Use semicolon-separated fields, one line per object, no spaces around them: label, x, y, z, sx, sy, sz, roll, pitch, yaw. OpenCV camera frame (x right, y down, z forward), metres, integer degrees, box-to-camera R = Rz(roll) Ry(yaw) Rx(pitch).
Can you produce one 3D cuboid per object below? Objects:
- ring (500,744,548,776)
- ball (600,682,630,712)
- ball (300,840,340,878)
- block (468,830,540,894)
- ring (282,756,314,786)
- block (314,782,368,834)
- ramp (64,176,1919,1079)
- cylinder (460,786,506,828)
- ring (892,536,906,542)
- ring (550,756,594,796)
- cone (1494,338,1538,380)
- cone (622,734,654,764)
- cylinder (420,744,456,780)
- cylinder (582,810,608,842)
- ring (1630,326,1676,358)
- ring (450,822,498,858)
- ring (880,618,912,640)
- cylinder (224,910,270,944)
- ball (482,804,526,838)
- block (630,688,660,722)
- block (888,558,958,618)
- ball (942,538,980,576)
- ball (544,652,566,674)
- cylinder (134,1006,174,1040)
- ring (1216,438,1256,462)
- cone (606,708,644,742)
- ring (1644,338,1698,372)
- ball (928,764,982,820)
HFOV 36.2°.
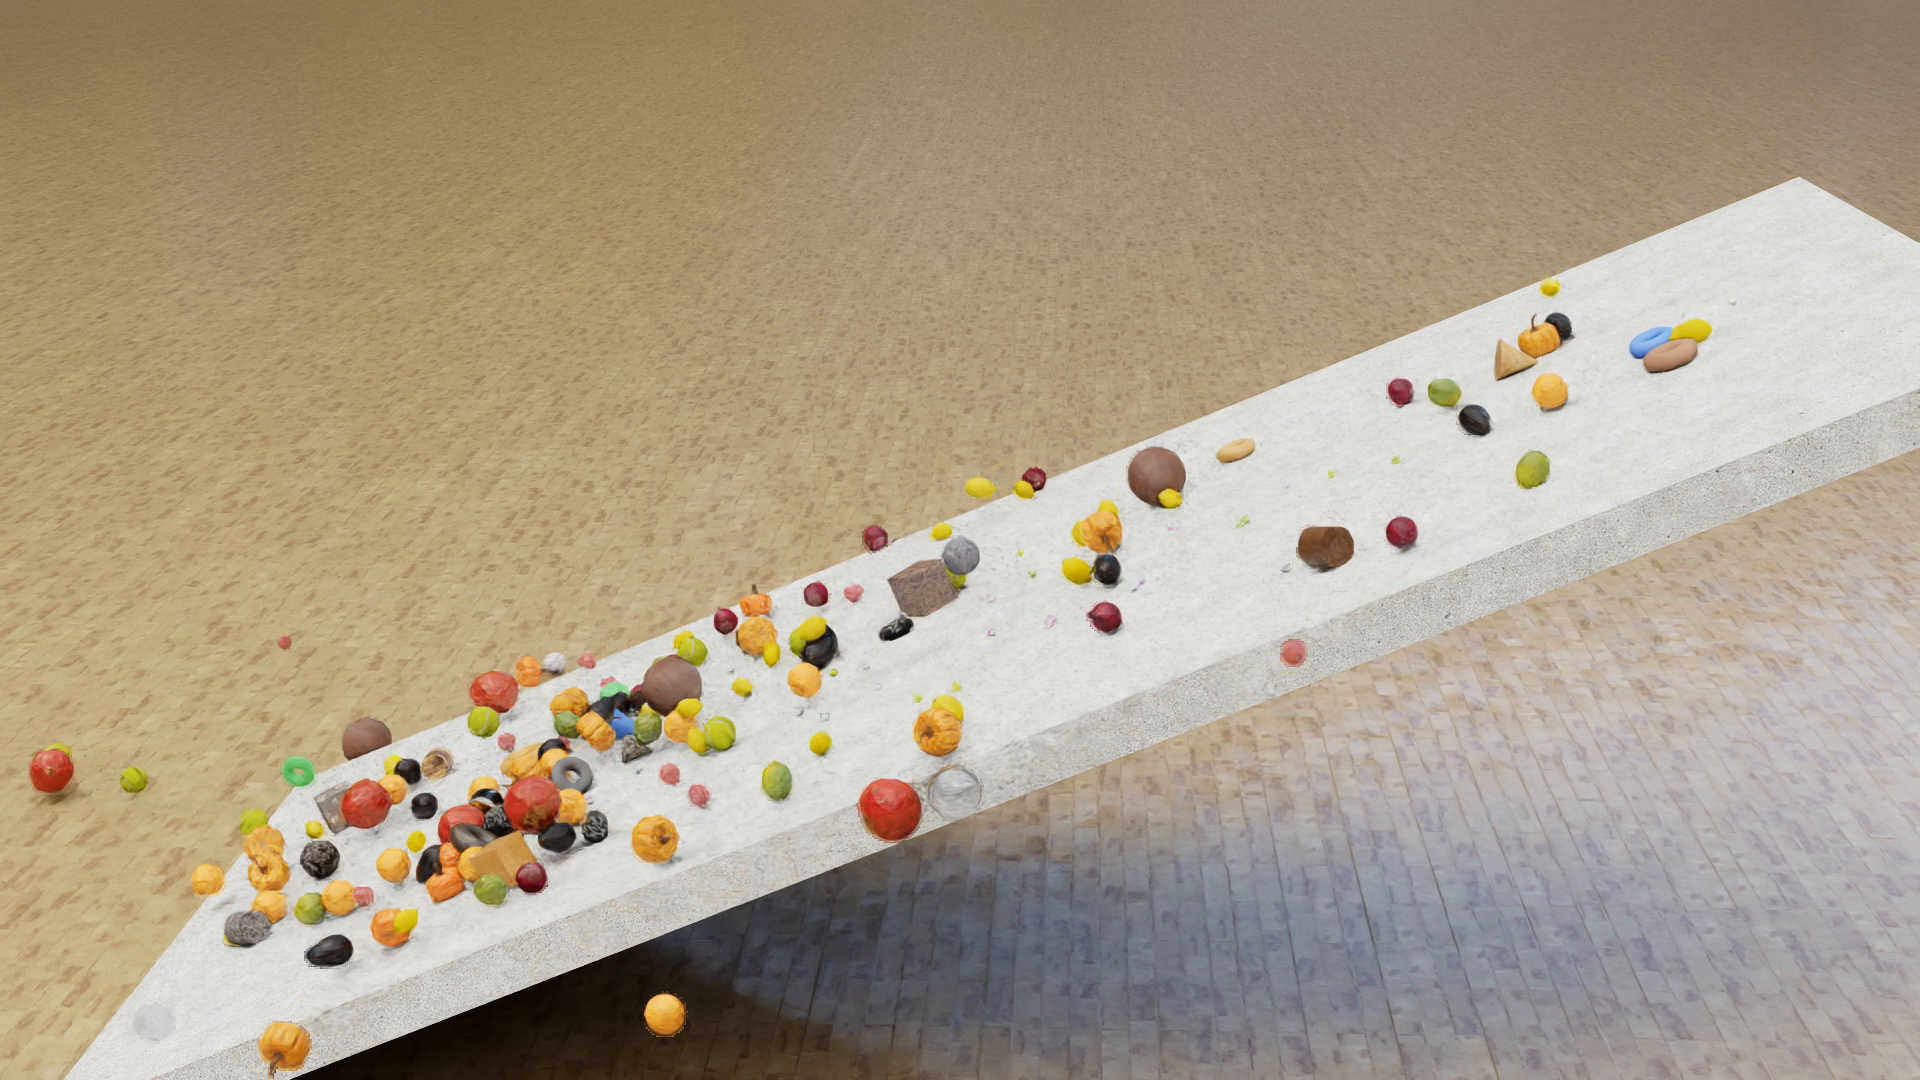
ring;-0.982;0.496;6.635;0.117;0.039;0.117;-22;14;6
ball;-0.796;0.362;6.782;0.070;0.070;0.070;0;14;0
ball;-1.403;0.699;6.449;0.084;0.084;0.084;0;14;0
block;-0.897;0.634;5.782;0.080;0.080;0.080;-23;11;36
ring;-1.639;0.574;7.287;0.083;0.083;0.028;3;28;10
block;-1.441;0.622;6.840;0.084;0.084;0.084;-27;13;-17
ramp;0.128;0.172;6.287;4.000;0.100;2.000;-22;12;8
cylinder;-1.015;0.578;6.262;0.076;0.076;0.076;5;39;20
ring;-0.136;0.029;7.334;0.087;0.087;0.029;3;39;11
ring;-0.820;0.500;6.220;0.091;0.091;0.030;-7;-27;-26
cone;1.202;-0.385;6.323;0.091;0.091;0.091;4;15;1
cone;-0.688;0.450;6.312;0.065;0.065;0.065;4;14;0
cylinder;-1.228;0.524;6.911;0.063;0.063;0.063;5;37;19
cylinder;-0.723;0.568;5.824;0.053;0.053;0.053;-2;9;-9
ring;1.420;-0.406;6.027;0.102;0.034;0.102;-25;15;7
ring;-0.975;0.616;5.961;0.129;0.043;0.129;28;5;-3
ring;-0.138;0.194;6.385;0.079;0.026;0.079;-23;13;6
cylinder;-1.498;0.814;6.177;0.069;0.069;0.069;-14;3;-44
ball;-0.937;0.587;6.053;0.090;0.090;0.090;0;14;0
block;-0.711;0.370;6.635;0.052;0.052;0.052;-24;12;-2
block;-0.083;0.107;6.491;0.094;0.094;0.094;-31;14;-30
ball;0.003;0.035;6.317;0.081;0.081;0.081;0;14;0
ball;-1.202;0.365;8.724;0.066;0.066;0.066;0;14;0
cylinder;-1.584;0.949;5.782;0.060;0.060;0.060;-10;2;-34
ring;0.623;-0.202;6.641;0.094;0.031;0.094;-22;11;5
cone;-0.735;0.416;6.529;0.077;0.077;0.077;7;16;12
ring;1.419;-0.369;5.870;0.111;0.037;0.111;-24;11;5
ball;-0.010;0.450;5.247;0.098;0.098;0.098;0;14;0
